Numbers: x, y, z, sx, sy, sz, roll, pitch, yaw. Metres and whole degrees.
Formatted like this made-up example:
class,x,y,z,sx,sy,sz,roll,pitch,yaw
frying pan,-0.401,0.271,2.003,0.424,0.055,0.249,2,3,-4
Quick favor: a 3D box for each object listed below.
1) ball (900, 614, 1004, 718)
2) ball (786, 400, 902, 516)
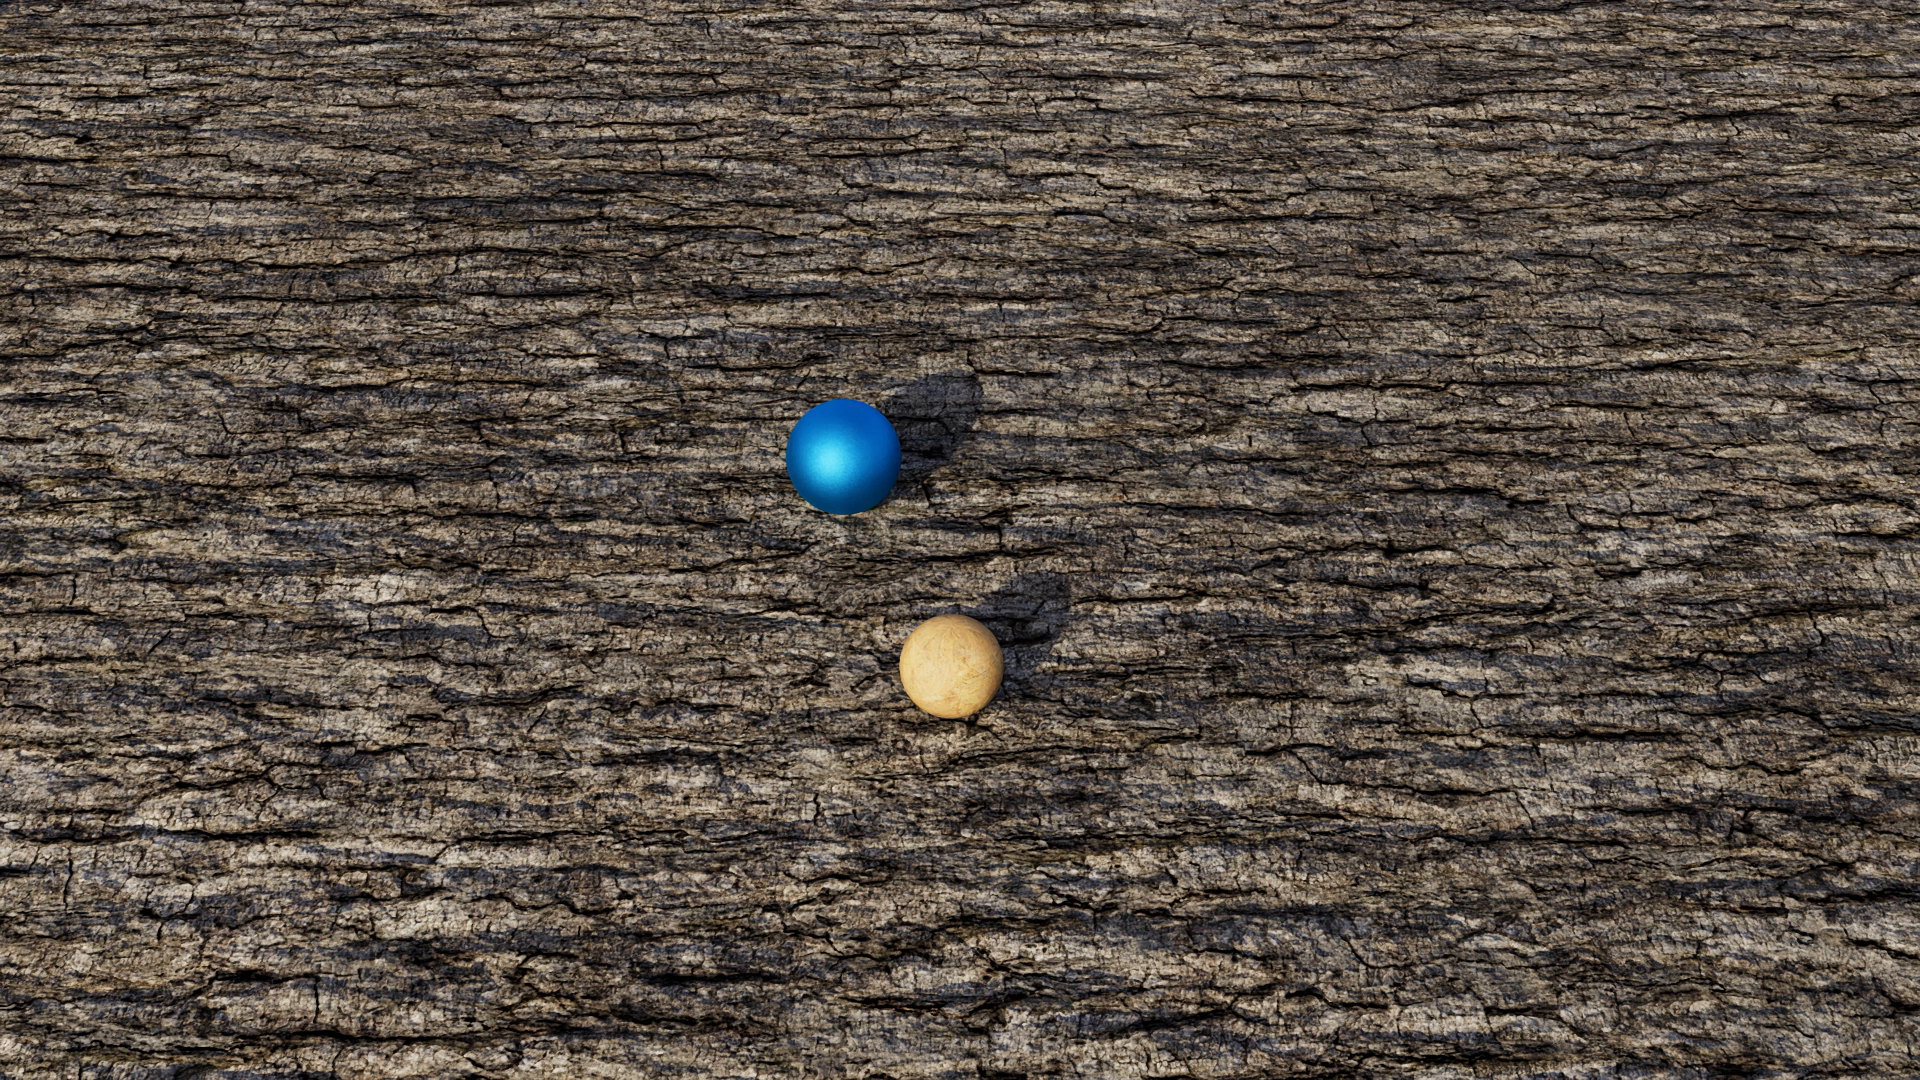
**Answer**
class,x,y,z,sx,sy,sz,roll,pitch,yaw
ball,-0.005,0.074,1.504,0.062,0.062,0.062,0,36,0
ball,-0.075,-0.054,1.665,0.075,0.075,0.075,0,36,0
